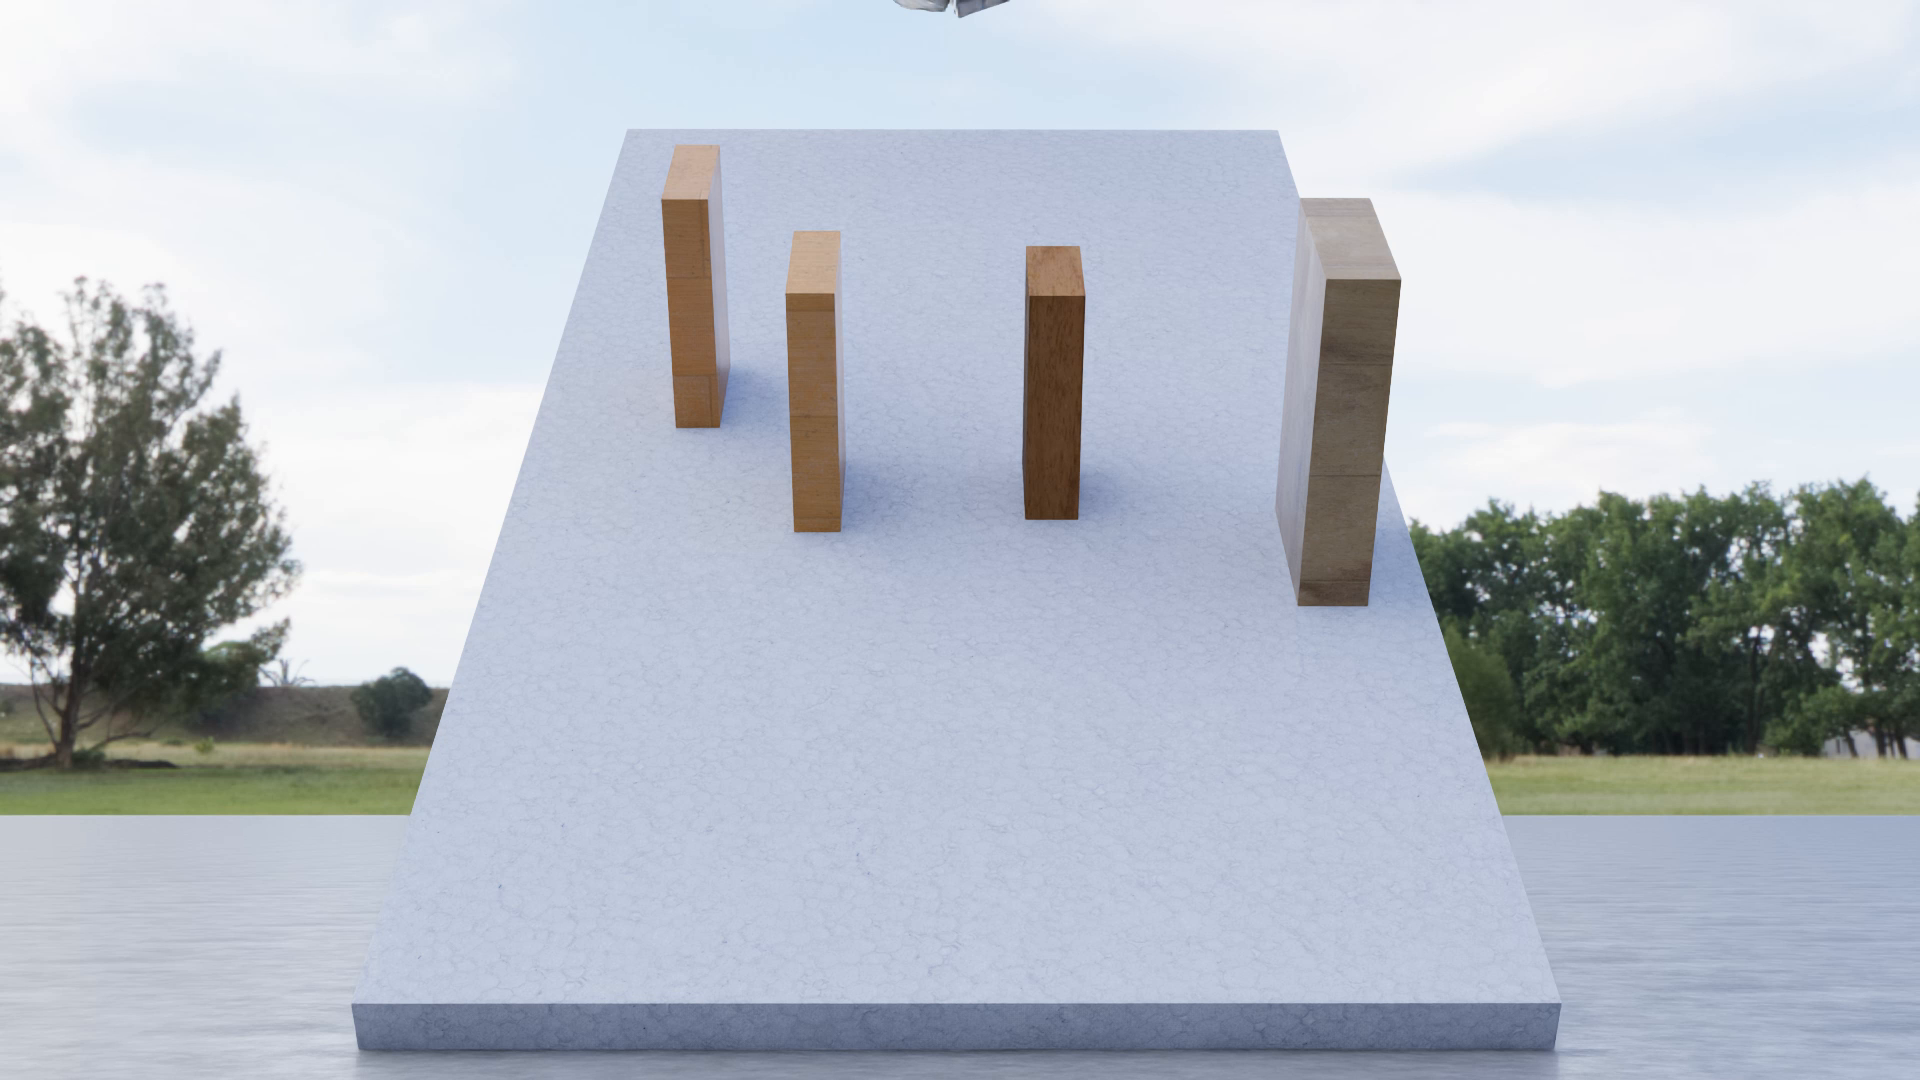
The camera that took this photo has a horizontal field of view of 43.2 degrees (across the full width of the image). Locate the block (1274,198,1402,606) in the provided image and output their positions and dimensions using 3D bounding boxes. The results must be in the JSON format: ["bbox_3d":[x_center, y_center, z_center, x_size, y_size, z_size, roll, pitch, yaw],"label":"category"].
[{"bbox_3d":[0.780,-0.287,5.058,0.147,0.747,0.410,0,30,0],"label":"block"}]

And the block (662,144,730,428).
[{"bbox_3d":[-0.622,-0.602,5.749,0.105,0.581,0.335,0,30,0],"label":"block"}]

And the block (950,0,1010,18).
[{"bbox_3d":[0.034,-1.740,7.415,0.172,0.172,0.172,-20,-38,-9],"label":"block"}]

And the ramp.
[{"bbox_3d":[-0.014,-0.206,5.750,2.000,0.100,4.000,0,30,0],"label":"ramp"}]

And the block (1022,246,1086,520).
[{"bbox_3d":[0.204,-0.346,5.354,0.118,0.545,0.261,0,30,0],"label":"block"}]

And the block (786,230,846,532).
[{"bbox_3d":[-0.314,-0.348,5.324,0.103,0.575,0.327,0,30,0],"label":"block"}]

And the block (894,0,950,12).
[{"bbox_3d":[-0.127,-1.685,7.070,0.200,0.200,0.200,31,-6,-40],"label":"block"}]
